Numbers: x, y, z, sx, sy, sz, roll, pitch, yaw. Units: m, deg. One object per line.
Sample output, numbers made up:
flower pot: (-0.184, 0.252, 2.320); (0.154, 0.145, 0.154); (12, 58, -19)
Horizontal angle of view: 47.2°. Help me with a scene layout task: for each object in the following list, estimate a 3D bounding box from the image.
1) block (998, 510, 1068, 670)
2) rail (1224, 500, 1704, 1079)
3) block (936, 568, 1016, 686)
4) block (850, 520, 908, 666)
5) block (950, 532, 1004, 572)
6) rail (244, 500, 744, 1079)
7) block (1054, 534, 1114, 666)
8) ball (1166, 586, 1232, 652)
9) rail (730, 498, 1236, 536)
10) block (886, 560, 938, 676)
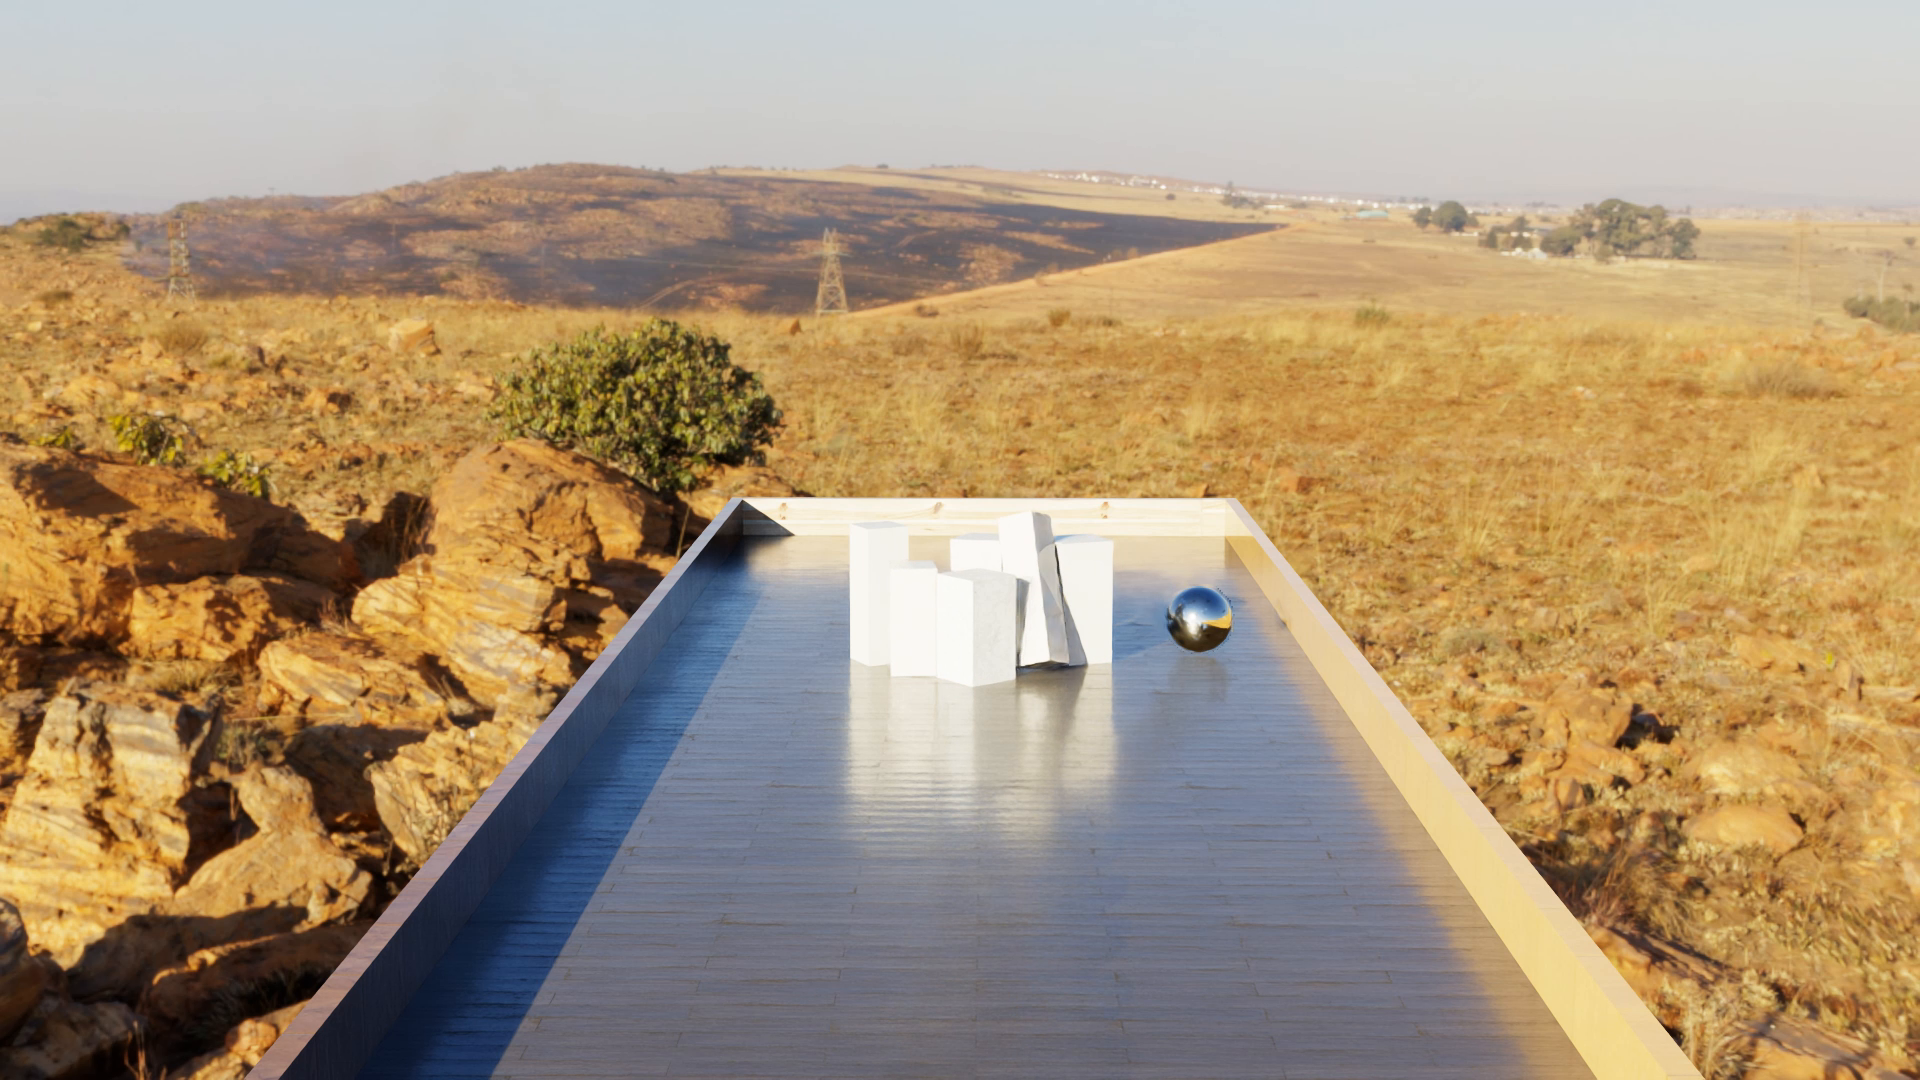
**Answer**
block: (0.217, 0.150, 6.534); (0.117, 0.450, 0.117); (-13, -13, 30)
rail: (1.046, 0.843, 3.208); (0.050, 0.150, 12.000); (0, 9, 1)
block: (0.048, 0.253, 6.429); (0.164, 0.309, 0.164); (-7, 12, -39)
block: (-0.245, 0.160, 6.669); (0.134, 0.416, 0.134); (-5, 10, -27)
block: (0.082, 0.175, 6.684); (0.164, 0.374, 0.164); (2, 8, 23)
rail: (-1.004, 0.839, 3.234); (0.050, 0.150, 12.000); (0, 9, 1)
block: (0.356, 0.180, 6.688); (0.162, 0.372, 0.162); (-3, 10, -20)
ball: (0.737, 0.244, 6.776); (0.204, 0.204, 0.204); (0, 9, 0)
rail: (0.099, -0.098, 9.147); (2.100, 0.150, 0.050); (0, 9, 1)
block: (-0.143, 0.232, 6.529); (0.137, 0.319, 0.137); (-1, 9, -6)
